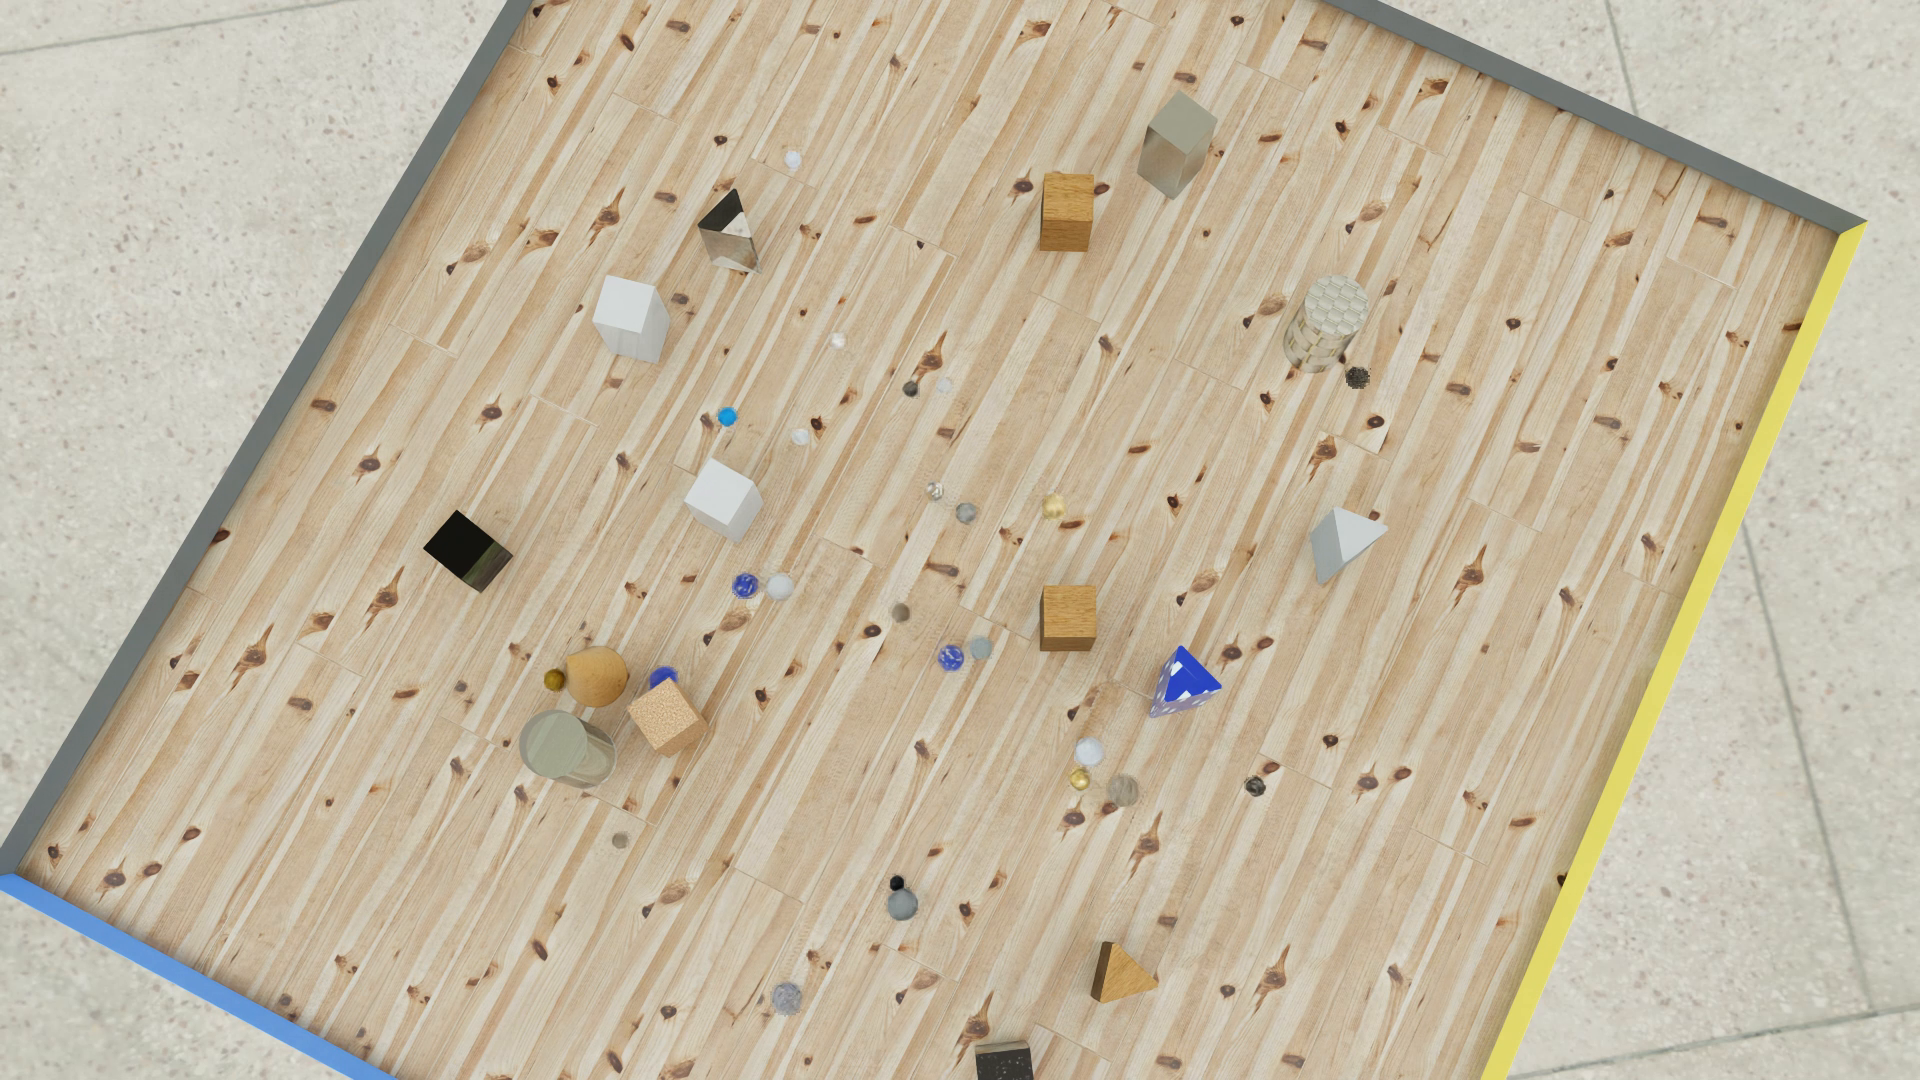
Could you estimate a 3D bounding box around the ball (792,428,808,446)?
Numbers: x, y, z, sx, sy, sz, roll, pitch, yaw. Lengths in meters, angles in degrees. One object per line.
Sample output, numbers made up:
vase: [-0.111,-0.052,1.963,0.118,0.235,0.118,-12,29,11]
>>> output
ball: [-0.492,-0.318,5.656,0.052,0.052,0.052,0,78,0]

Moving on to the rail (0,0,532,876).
rail: [-1.837,-0.893,5.738,0.045,0.122,4.331,26,80,5]

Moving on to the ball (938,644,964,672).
ball: [-0.027,0.355,5.498,0.080,0.080,0.080,0,78,0]

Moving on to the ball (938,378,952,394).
ball: [-0.045,-0.477,5.691,0.046,0.046,0.046,0,78,0]

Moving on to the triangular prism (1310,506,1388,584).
triangular prism: [1.119,-0.004,5.430,0.163,0.366,0.141,-37,81,-7]

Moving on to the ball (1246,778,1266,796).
ball: [0.878,0.733,5.436,0.057,0.057,0.057,0,78,0]

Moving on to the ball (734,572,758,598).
ball: [-0.648,0.136,5.550,0.074,0.074,0.074,0,78,0]

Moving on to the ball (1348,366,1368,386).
ball: [1.237,-0.507,5.688,0.064,0.064,0.064,0,78,0]

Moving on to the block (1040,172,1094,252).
block: [0.330,-1.015,5.692,0.151,0.263,0.151,2,78,0]

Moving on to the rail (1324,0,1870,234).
rail: [0.958,-1.870,5.940,4.154,0.122,0.045,26,80,5]

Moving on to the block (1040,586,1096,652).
block: [0.317,0.234,5.421,0.151,0.288,0.151,0,78,0]

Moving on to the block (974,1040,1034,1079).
block: [0.124,1.496,5.131,0.151,0.345,0.151,-6,78,-1]

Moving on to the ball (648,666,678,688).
ball: [-0.888,0.423,5.485,0.086,0.086,0.086,0,78,0]

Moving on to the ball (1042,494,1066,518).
ball: [0.288,-0.105,5.599,0.077,0.077,0.077,0,78,0]

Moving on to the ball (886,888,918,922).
ball: [-0.167,1.066,5.349,0.092,0.092,0.092,0,78,0]

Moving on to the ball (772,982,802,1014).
ball: [-0.499,1.324,5.297,0.088,0.088,0.088,0,78,0]

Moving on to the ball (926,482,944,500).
ball: [-0.078,-0.150,5.617,0.059,0.059,0.059,0,78,0]

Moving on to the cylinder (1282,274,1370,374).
cylinder: [1.106,-0.650,5.559,0.188,0.377,0.188,0,78,0]

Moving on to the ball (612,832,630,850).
ball: [-0.999,0.888,5.406,0.053,0.053,0.053,0,78,0]

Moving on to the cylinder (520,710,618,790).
cylinder: [-1.119,0.605,5.261,0.188,0.451,0.188,0,78,0]

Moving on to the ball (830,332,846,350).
ball: [-0.381,-0.622,5.717,0.054,0.054,0.054,0,78,0]

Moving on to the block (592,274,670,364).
block: [-1.000,-0.671,5.598,0.151,0.309,0.151,14,79,3]

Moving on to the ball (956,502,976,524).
ball: [0.019,-0.082,5.600,0.065,0.065,0.065,0,78,0]

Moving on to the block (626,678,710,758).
block: [-0.853,0.524,5.376,0.151,0.259,0.151,-35,80,-7]

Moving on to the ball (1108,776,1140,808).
ball: [0.483,0.744,5.415,0.094,0.094,0.094,0,78,0]

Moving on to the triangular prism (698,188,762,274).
triangular prism: [-0.691,-0.958,5.651,0.163,0.320,0.141,12,79,2]

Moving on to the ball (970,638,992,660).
ball: [0.063,0.326,5.515,0.068,0.068,0.068,0,78,0]

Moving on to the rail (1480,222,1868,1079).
rail: [1.837,0.906,5.366,0.045,0.122,4.331,26,80,5]

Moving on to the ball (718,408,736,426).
ball: [-0.720,-0.379,5.667,0.054,0.054,0.054,0,78,0]

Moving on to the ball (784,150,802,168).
ball: [-0.532,-1.212,5.839,0.054,0.054,0.054,0,78,0]

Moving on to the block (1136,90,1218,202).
block: [0.670,-1.219,5.684,0.151,0.361,0.151,39,81,7]

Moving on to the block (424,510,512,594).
block: [-1.471,0.037,5.491,0.151,0.231,0.151,38,81,7]

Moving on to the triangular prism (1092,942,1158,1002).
triangular prism: [0.441,1.205,5.177,0.163,0.373,0.141,-16,79,-3]

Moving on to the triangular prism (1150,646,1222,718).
triangular prism: [0.633,0.404,5.317,0.163,0.423,0.141,-13,79,-3]

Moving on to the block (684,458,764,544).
block: [-0.706,-0.115,5.500,0.151,0.274,0.151,29,80,6]

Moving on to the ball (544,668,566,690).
ball: [-1.216,0.418,5.493,0.065,0.065,0.065,0,78,0]

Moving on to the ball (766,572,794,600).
ball: [-0.544,0.141,5.545,0.083,0.083,0.083,0,78,0]

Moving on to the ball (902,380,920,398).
ball: [-0.152,-0.469,5.688,0.050,0.050,0.050,0,78,0]

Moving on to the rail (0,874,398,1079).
rail: [-0.958,1.883,5.164,4.154,0.122,0.045,26,80,5]

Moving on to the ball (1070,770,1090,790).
ball: [0.357,0.712,5.437,0.063,0.063,0.063,0,78,0]

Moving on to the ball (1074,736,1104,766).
ball: [0.384,0.627,5.443,0.086,0.086,0.086,0,78,0]

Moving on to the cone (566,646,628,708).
cone: [-1.097,0.368,5.318,0.188,0.435,0.188,0,78,0]

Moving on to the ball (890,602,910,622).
ball: [-0.180,0.220,5.540,0.061,0.061,0.061,0,78,0]

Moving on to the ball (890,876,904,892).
ball: [-0.186,1.009,5.384,0.046,0.046,0.046,0,78,0]
